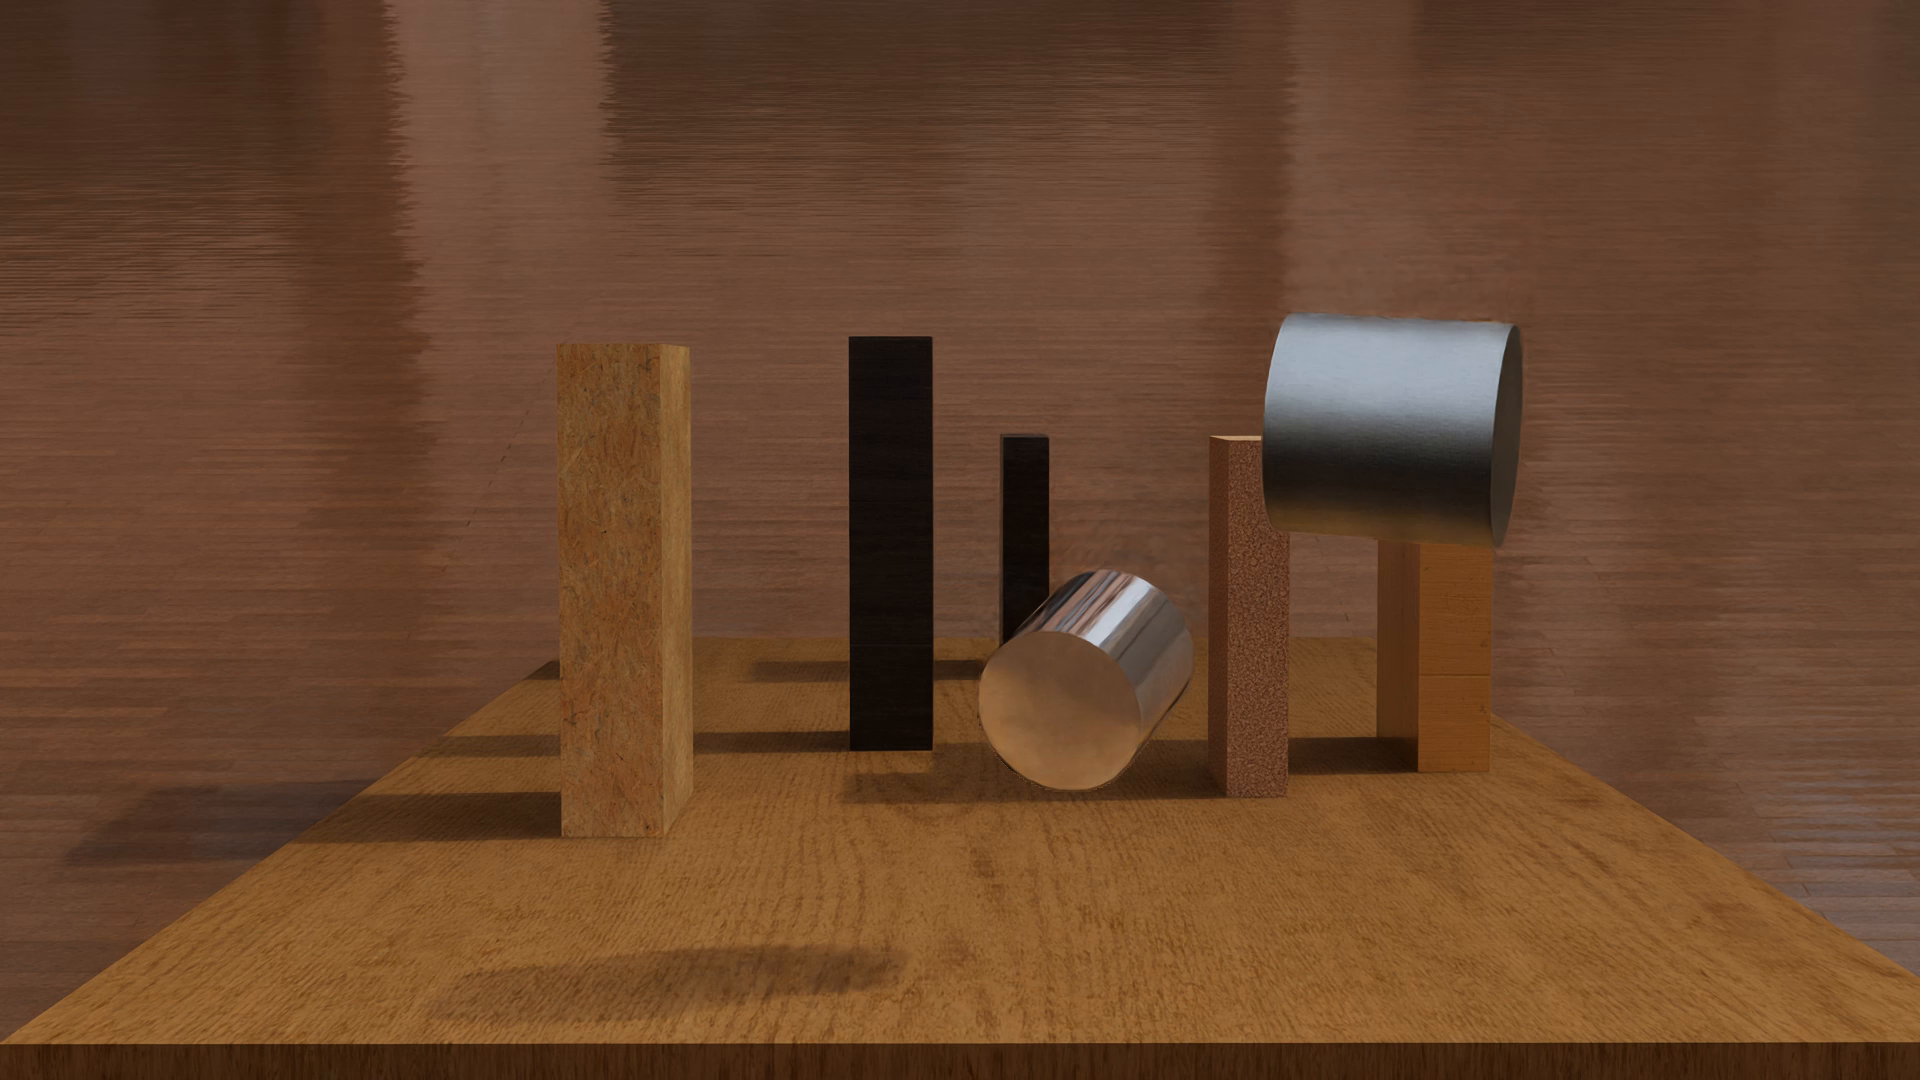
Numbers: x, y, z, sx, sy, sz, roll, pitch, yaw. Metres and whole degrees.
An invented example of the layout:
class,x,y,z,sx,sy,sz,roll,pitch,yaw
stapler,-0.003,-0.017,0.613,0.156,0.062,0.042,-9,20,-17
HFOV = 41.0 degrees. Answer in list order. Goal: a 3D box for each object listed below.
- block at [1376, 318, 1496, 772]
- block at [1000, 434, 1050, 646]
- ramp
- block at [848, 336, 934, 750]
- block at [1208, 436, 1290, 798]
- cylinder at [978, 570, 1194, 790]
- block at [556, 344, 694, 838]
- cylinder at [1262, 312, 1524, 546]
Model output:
class,x,y,z,sx,sy,sz,roll,pitch,yaw
block,0.823,-0.002,4.473,0.119,0.754,0.425,0,4,0
block,0.144,0.028,5.804,0.099,0.529,0.402,0,4,0
ramp,0.047,0.422,4.534,2.000,0.100,4.000,0,4,0
block,-0.122,0.000,4.645,0.146,0.730,0.262,0,4,0
block,0.466,0.115,4.159,0.096,0.560,0.304,0,4,0
cylinder,0.143,0.155,2.873,0.189,0.189,0.189,8,23,21
block,-0.498,0.061,3.864,0.146,0.705,0.415,0,4,0
cylinder,0.408,-0.105,2.407,0.207,0.207,0.207,5,20,19
